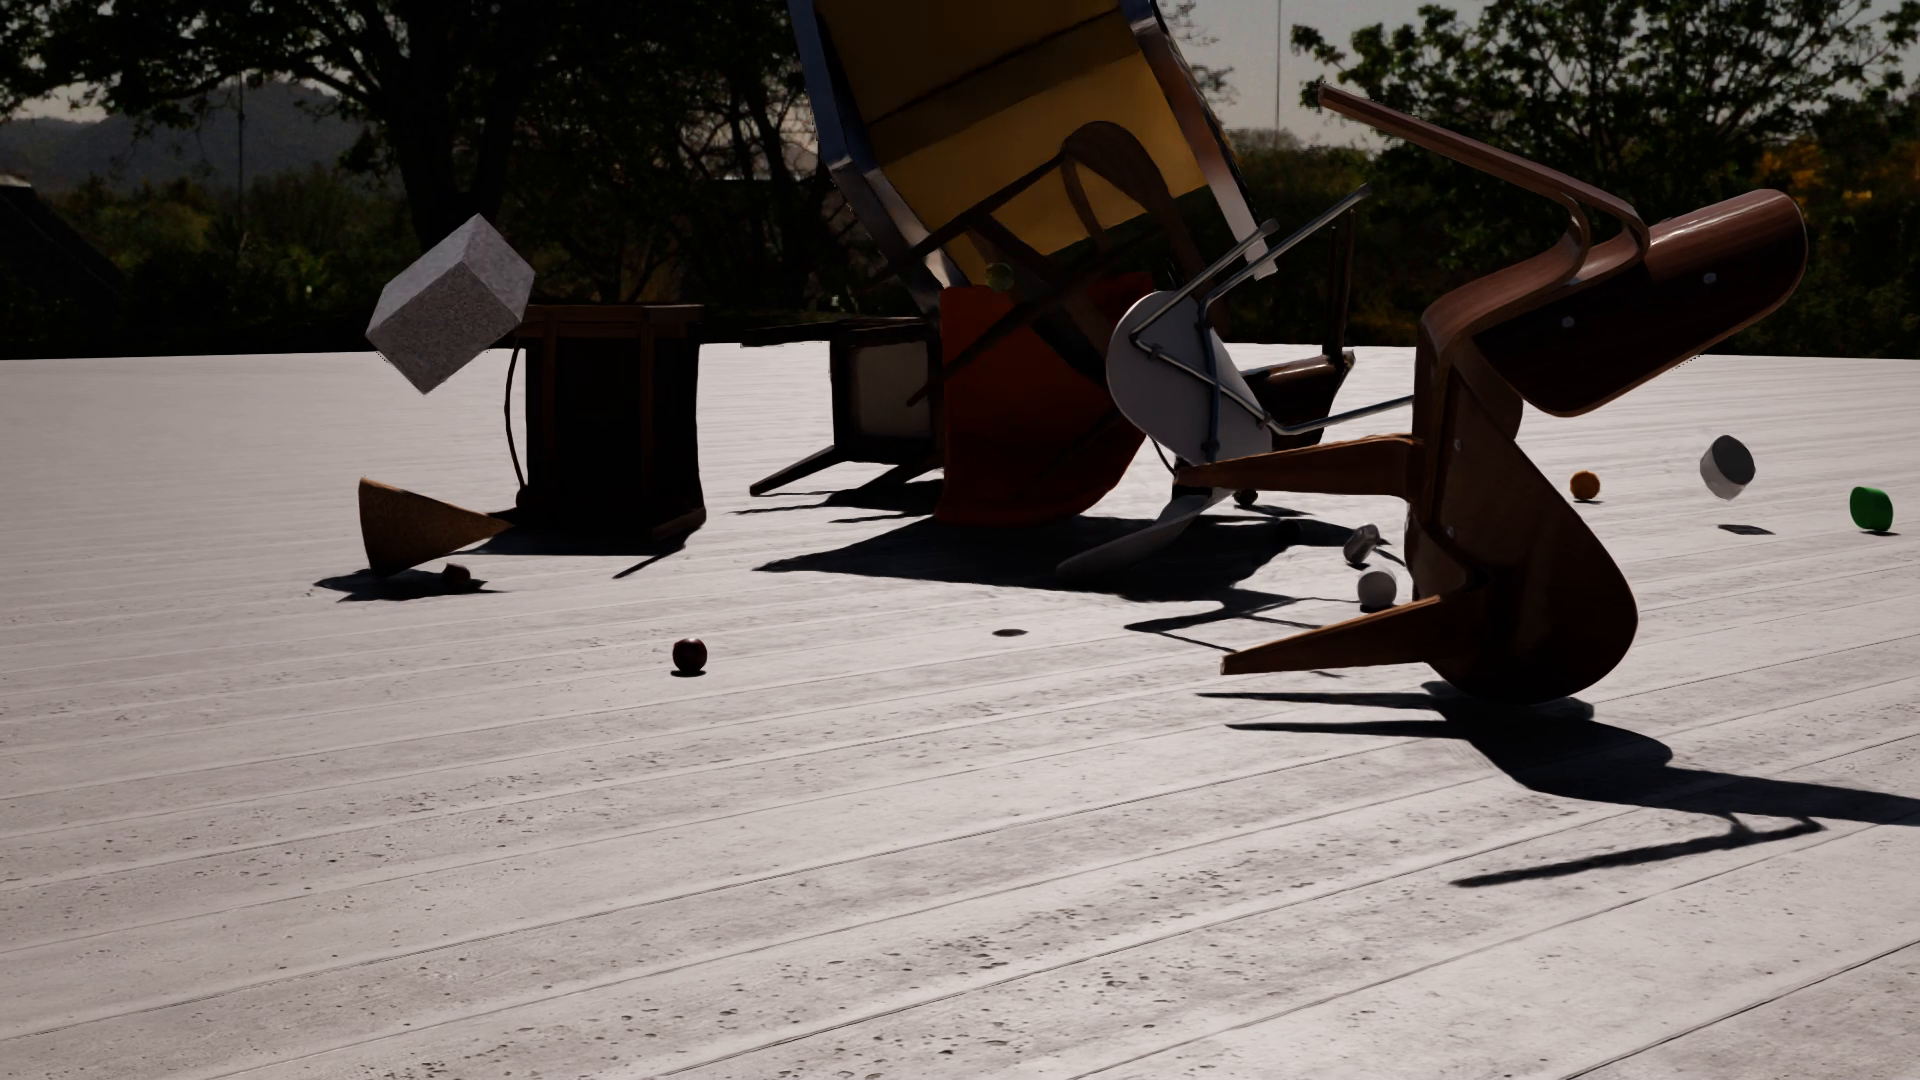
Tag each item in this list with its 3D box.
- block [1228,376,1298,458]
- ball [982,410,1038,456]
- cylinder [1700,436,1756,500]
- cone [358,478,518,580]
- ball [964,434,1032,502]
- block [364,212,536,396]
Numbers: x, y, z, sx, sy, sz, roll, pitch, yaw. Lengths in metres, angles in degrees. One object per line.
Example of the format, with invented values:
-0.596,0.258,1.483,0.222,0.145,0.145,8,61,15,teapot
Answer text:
0.878,-0.357,7.454,0.126,0.161,0.166,15,-24,-20,block
0.174,-0.353,8.898,0.192,0.192,0.192,0,6,0,ball
2.038,-0.192,6.816,0.097,0.145,0.130,-25,-16,-6,cylinder
-1.103,-0.027,5.497,0.317,0.262,0.141,-2,40,2,cone
0.111,-0.211,7.485,0.200,0.200,0.200,0,6,0,ball
-1.212,-0.564,6.116,0.311,0.202,0.275,-34,26,18,block
